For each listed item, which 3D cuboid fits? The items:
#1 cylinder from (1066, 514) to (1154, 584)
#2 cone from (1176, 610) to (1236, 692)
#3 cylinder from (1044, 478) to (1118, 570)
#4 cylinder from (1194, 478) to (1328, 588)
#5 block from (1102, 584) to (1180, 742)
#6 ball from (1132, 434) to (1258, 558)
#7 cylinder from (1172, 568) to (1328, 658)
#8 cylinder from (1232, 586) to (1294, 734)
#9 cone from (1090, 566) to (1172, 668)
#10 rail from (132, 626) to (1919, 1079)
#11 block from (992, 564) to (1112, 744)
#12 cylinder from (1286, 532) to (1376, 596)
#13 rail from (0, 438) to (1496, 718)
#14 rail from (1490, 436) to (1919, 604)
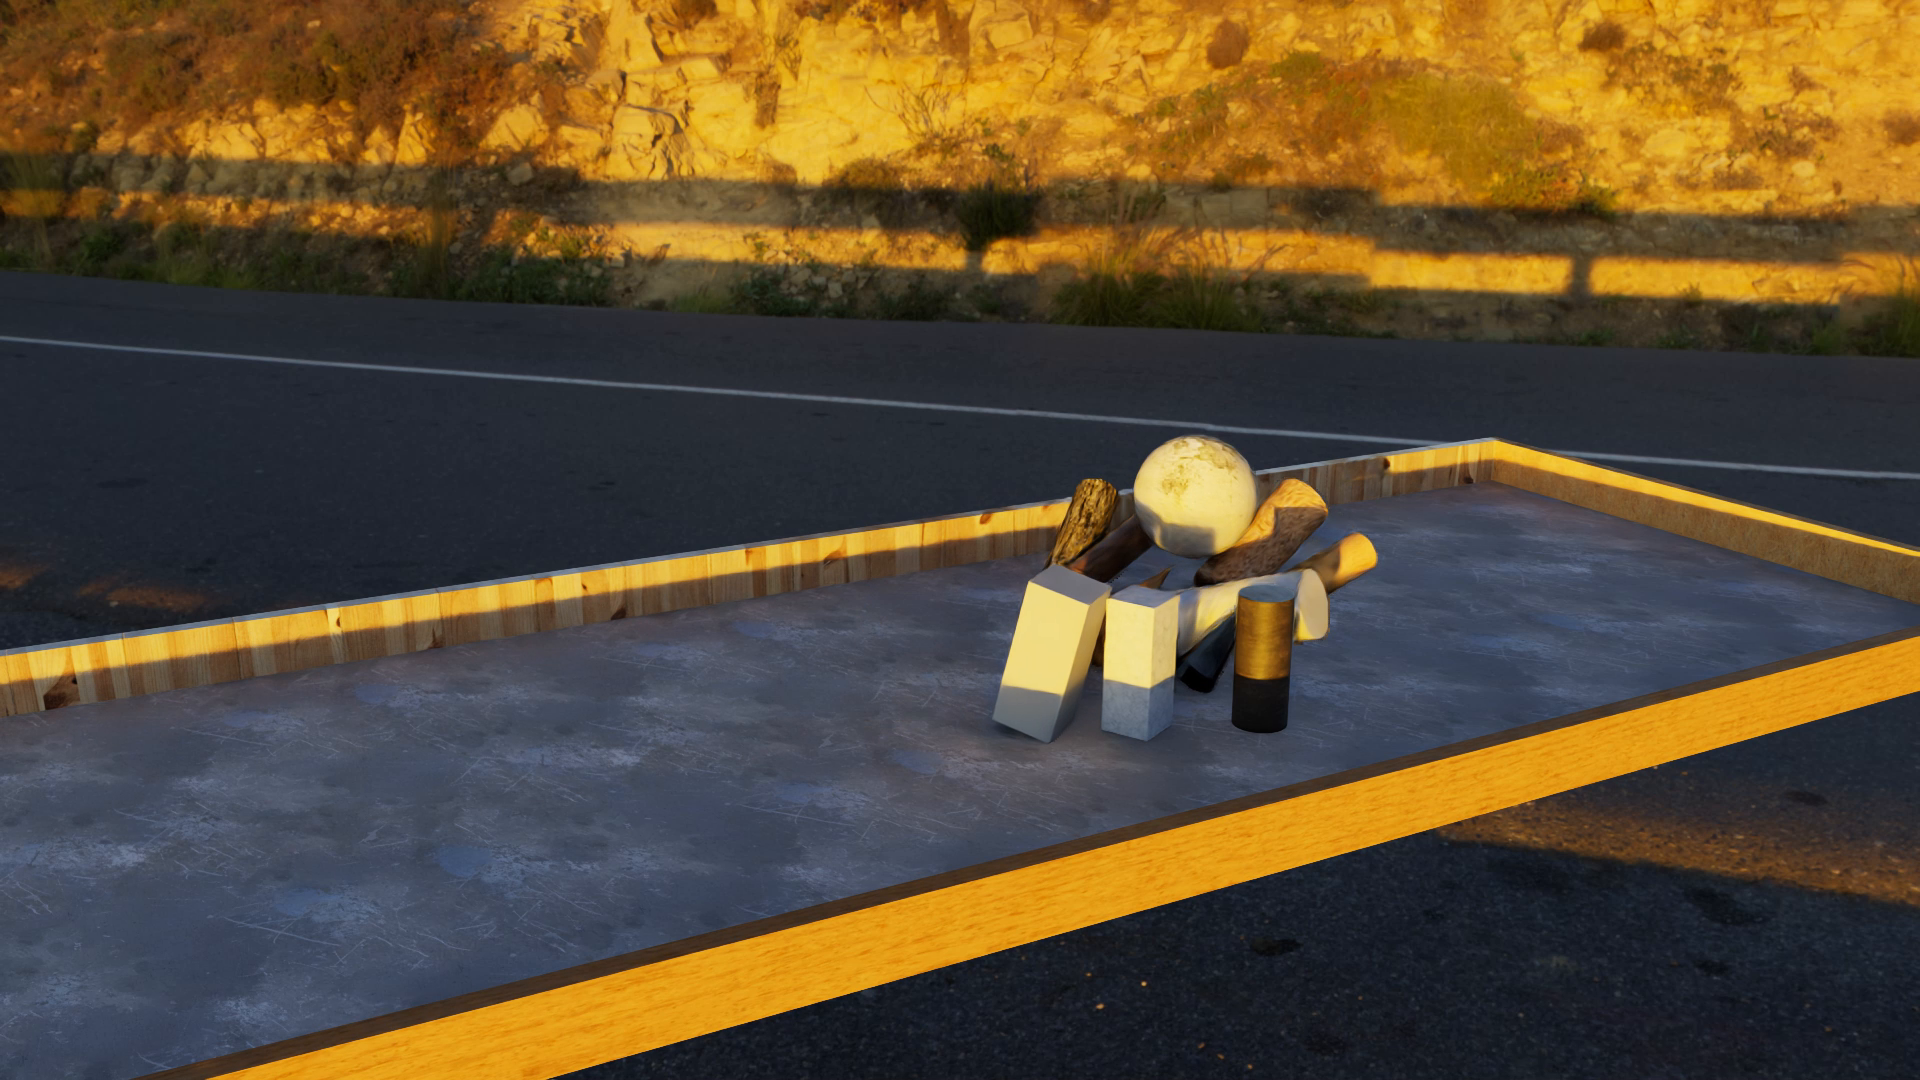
[{"bbox_3d":[0.403,0.062,4.643,0.104,0.104,0.397,15,38,40],"label":"cylinder"},{"bbox_3d":[0.653,0.222,4.016,0.113,0.317,0.113,23,32,-15],"label":"cone"},{"bbox_3d":[0.352,-0.003,4.836,0.132,0.132,0.398,6,44,20],"label":"cylinder"},{"bbox_3d":[0.847,0.017,4.638,0.401,0.161,0.161,-44,35,-19],"label":"cylinder"},{"bbox_3d":[0.417,0.283,3.817,0.122,0.322,0.122,12,20,33],"label":"block"},{"bbox_3d":[0.646,-0.119,4.531,0.340,0.340,0.340,0,16,0],"label":"ball"},{"bbox_3d":[0.716,0.190,4.188,0.393,0.177,0.177,-11,7,35],"label":"cylinder"},{"bbox_3d":[0.706,0.277,3.845,0.130,0.320,0.130,0,16,0],"label":"cylinder"},{"bbox_3d":[0.448,0.166,4.285,0.347,0.150,0.150,-41,36,-27],"label":"cone"},{"bbox_3d":[-2.336,1.006,1.665,12.000,0.150,0.050,-9,18,-27],"label":"rail"},{"bbox_3d":[0.211,0.260,3.790,0.150,0.357,0.150,22,23,19],"label":"block"},{"bbox_3d":[1.019,0.099,4.655,0.320,0.117,0.117,-27,27,-24],"label":"cylinder"},{"bbox_3d":[-3.305,0.497,3.399,12.000,0.150,0.050,-9,18,-27],"label":"rail"},{"bbox_3d":[2.466,-0.048,5.253,0.050,0.150,2.100,-9,18,-27],"label":"rail"}]
